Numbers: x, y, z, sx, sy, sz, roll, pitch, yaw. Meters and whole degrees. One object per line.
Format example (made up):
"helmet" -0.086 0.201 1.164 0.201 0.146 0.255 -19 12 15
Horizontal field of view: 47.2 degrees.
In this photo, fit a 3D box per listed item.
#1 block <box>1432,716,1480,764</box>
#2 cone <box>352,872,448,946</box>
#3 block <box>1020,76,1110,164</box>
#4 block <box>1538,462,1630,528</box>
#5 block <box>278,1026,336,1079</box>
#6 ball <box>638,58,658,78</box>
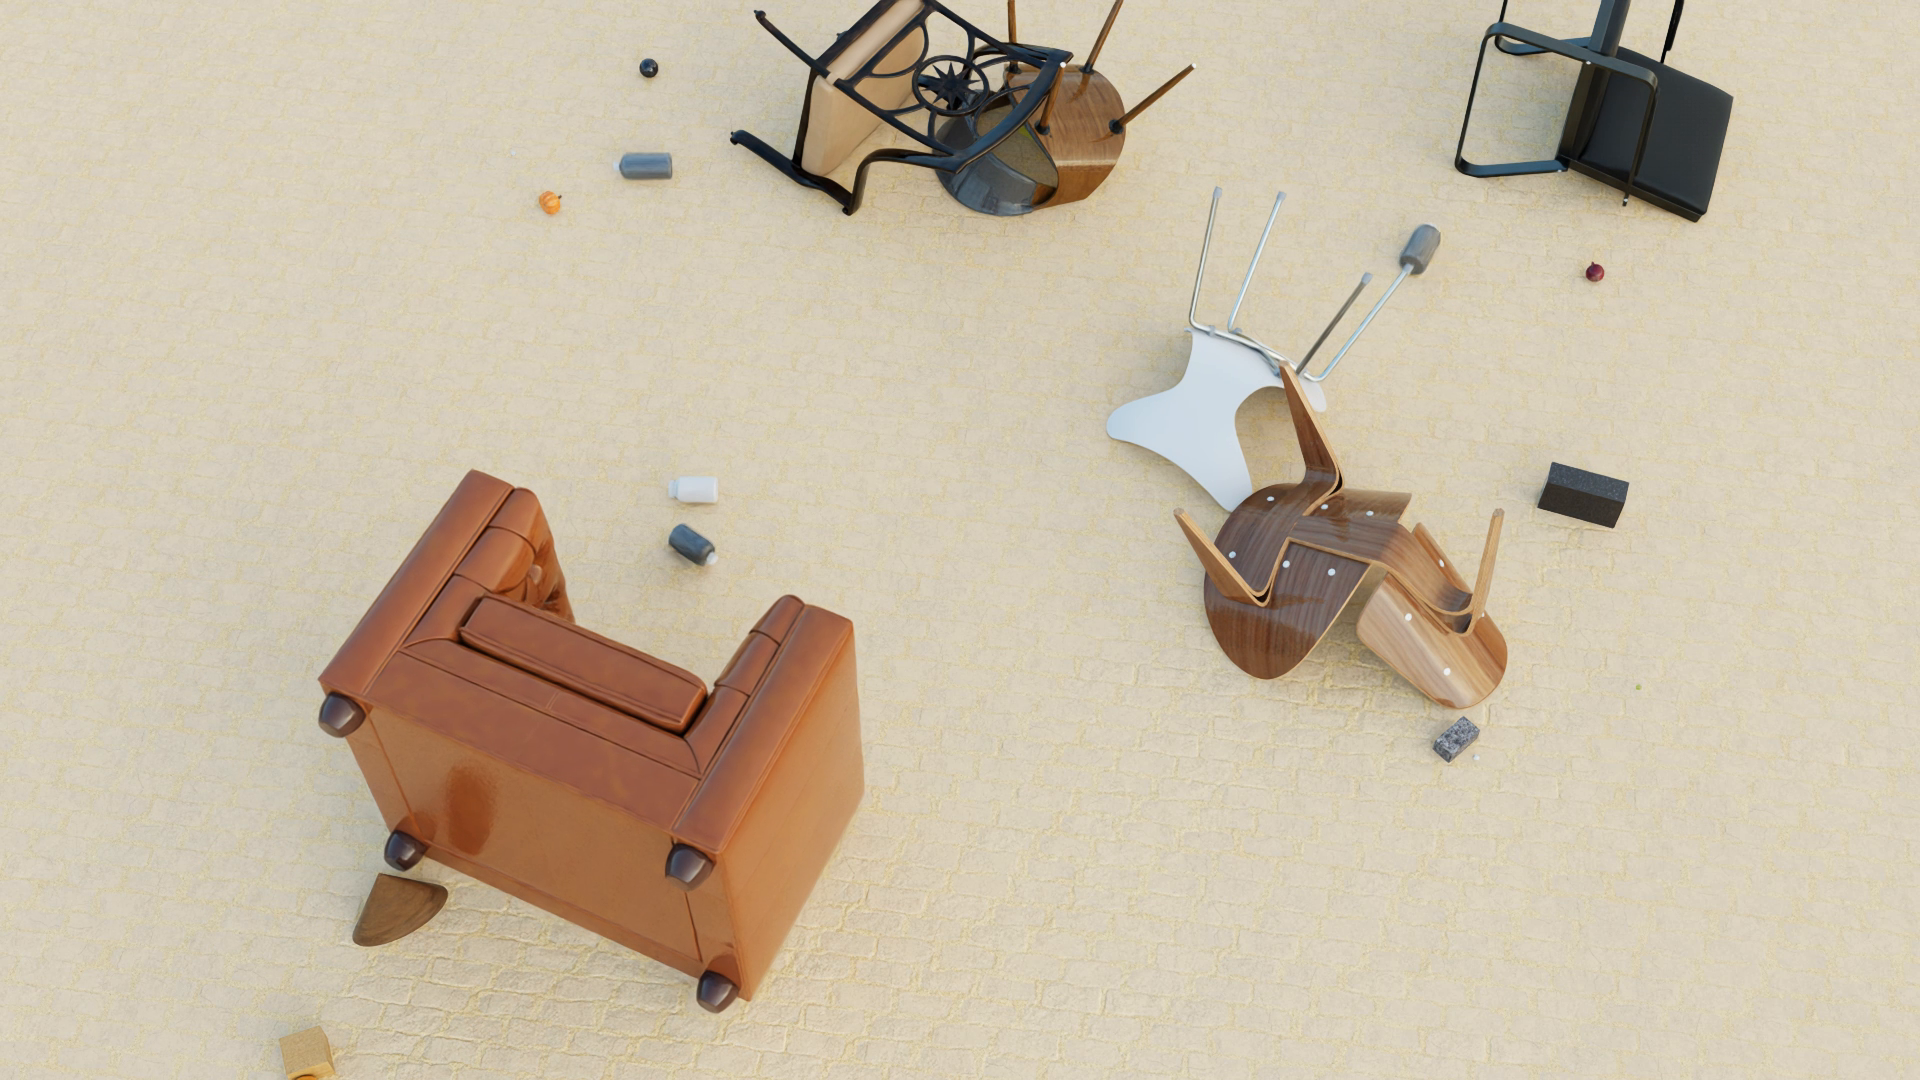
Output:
"block" 1.392 0.560 6.167 0.118 0.051 0.062 -36 63 -22
"cone" -1.501 0.933 5.789 0.275 0.265 0.125 -28 61 -17
"block" 0.352 -1.420 7.445 0.252 0.136 0.165 32 62 19
"block" 1.865 -0.134 6.582 0.232 0.135 0.080 16 58 11
"block" -1.673 1.322 5.635 0.105 0.085 0.103 -17 58 -11
"ball" -1.080 -1.638 7.632 0.068 0.068 0.068 0 56 0
